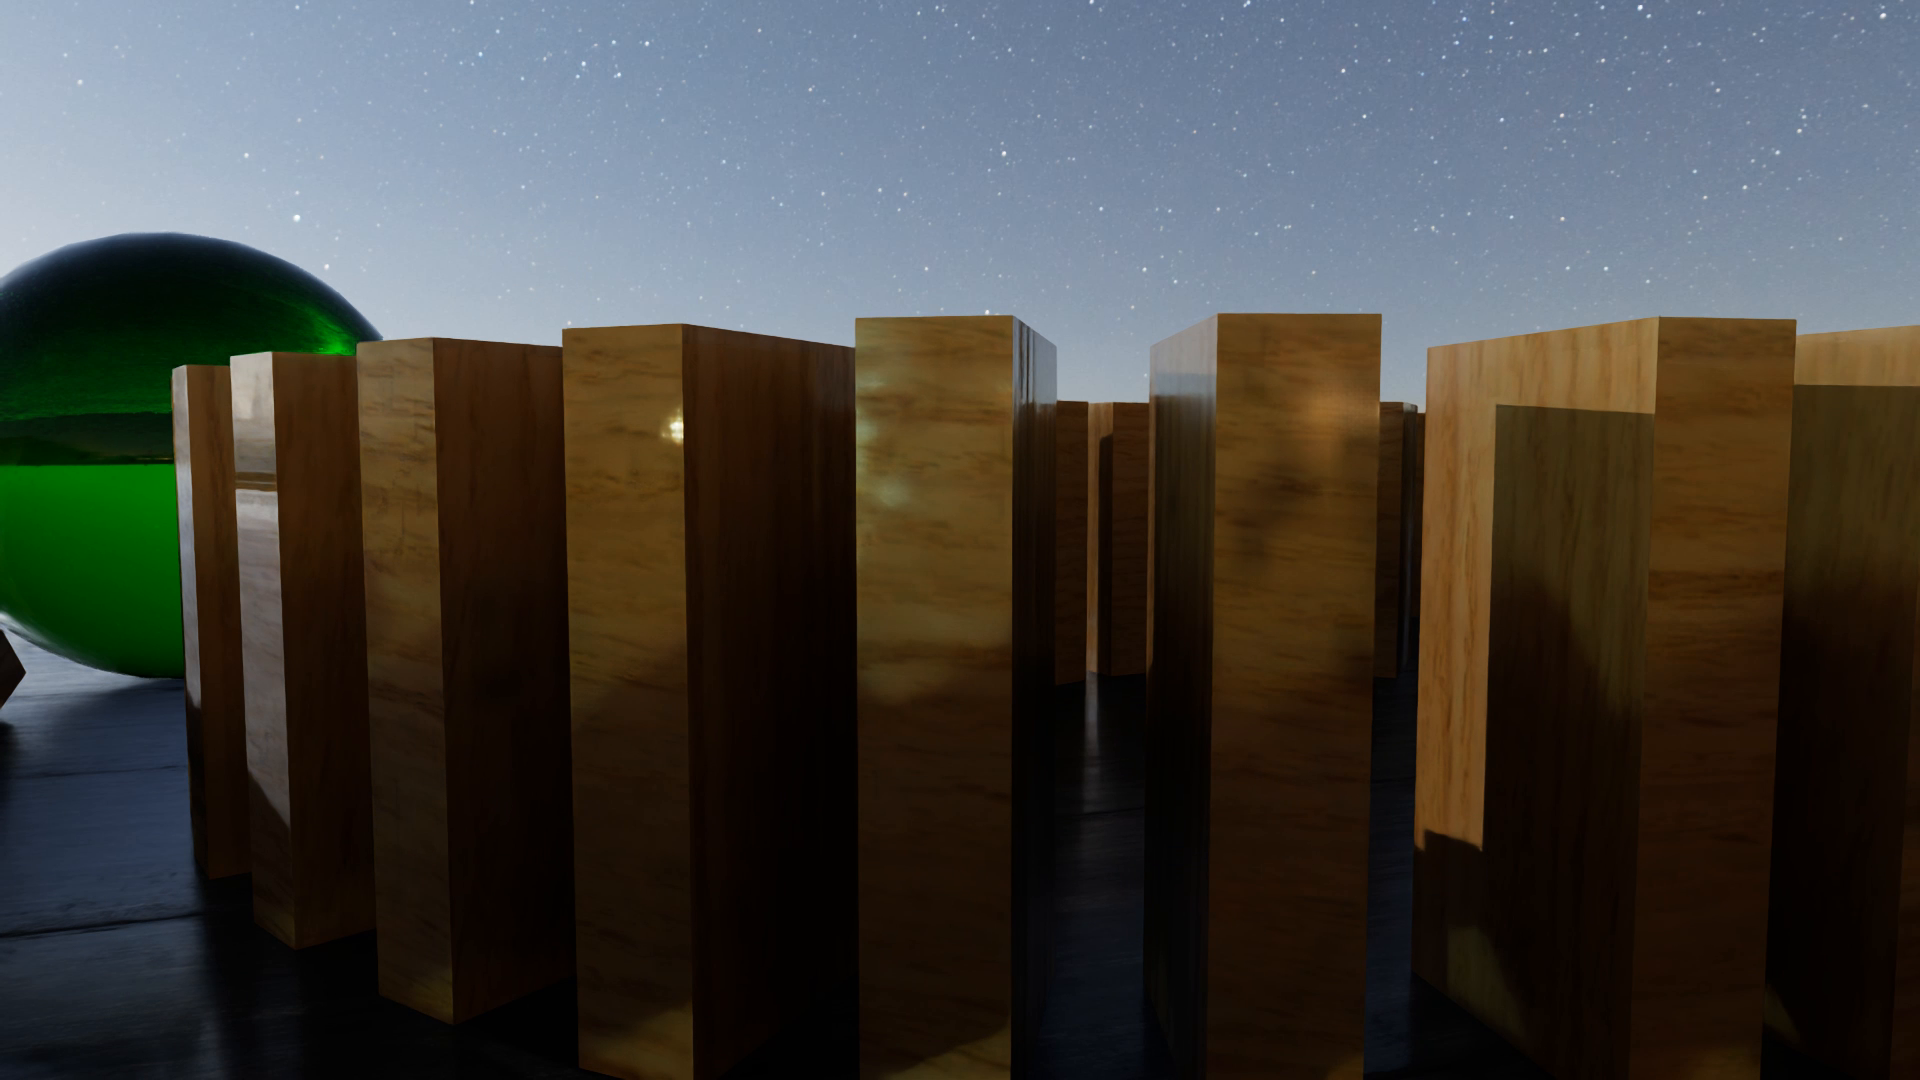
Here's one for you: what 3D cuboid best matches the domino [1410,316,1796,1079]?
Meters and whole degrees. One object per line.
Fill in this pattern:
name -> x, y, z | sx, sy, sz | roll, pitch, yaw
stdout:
domino -> 0.044, 0.011, 0.091 | 0.009, 0.050, 0.025 | -1, 4, -11

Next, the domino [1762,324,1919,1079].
domino -> 0.061, 0.010, 0.096 | 0.009, 0.050, 0.025 | -1, 5, -19

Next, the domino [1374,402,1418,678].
domino -> 0.080, -0.001, 0.245 | 0.009, 0.050, 0.025 | 2, 5, 25

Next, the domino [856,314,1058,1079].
domino -> 0.001, 0.011, 0.090 | 0.010, 0.050, 0.025 | 1, 4, 10

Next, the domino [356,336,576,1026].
domino -> -0.034, 0.010, 0.105 | 0.009, 0.050, 0.025 | 3, 5, 34

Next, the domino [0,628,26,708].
domino -> -0.163, 0.005, 0.188 | 0.025, 0.050, 0.009 | 0, 39, -4

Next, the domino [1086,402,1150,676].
domino -> 0.026, -0.001, 0.246 | 0.010, 0.050, 0.025 | -2, 5, -28

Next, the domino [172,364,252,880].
domino -> -0.067, 0.007, 0.135 | 0.025, 0.050, 0.010 | -3, 5, -38

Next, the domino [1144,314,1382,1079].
domino -> 0.019, 0.011, 0.088 | 0.009, 0.050, 0.025 | 0, 4, 0

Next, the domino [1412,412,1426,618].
domino -> 0.118, -0.007, 0.324 | 0.009, 0.050, 0.025 | 2, 5, 24

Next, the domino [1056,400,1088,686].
domino -> 0.011, 0.000, 0.236 | 0.009, 0.050, 0.025 | -4, 6, -43

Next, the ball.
ball -> -0.140, -0.015, 0.233 | 0.080, 0.080, 0.080 | 0, 4, 0

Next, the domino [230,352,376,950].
domino -> -0.051, 0.009, 0.118 | 0.009, 0.050, 0.025 | 4, 6, 42

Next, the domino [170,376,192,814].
domino -> -0.079, 0.006, 0.156 | 0.025, 0.050, 0.010 | -2, 5, -24

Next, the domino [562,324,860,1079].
domino -> -0.017, 0.010, 0.095 | 0.009, 0.050, 0.025 | 2, 5, 24
